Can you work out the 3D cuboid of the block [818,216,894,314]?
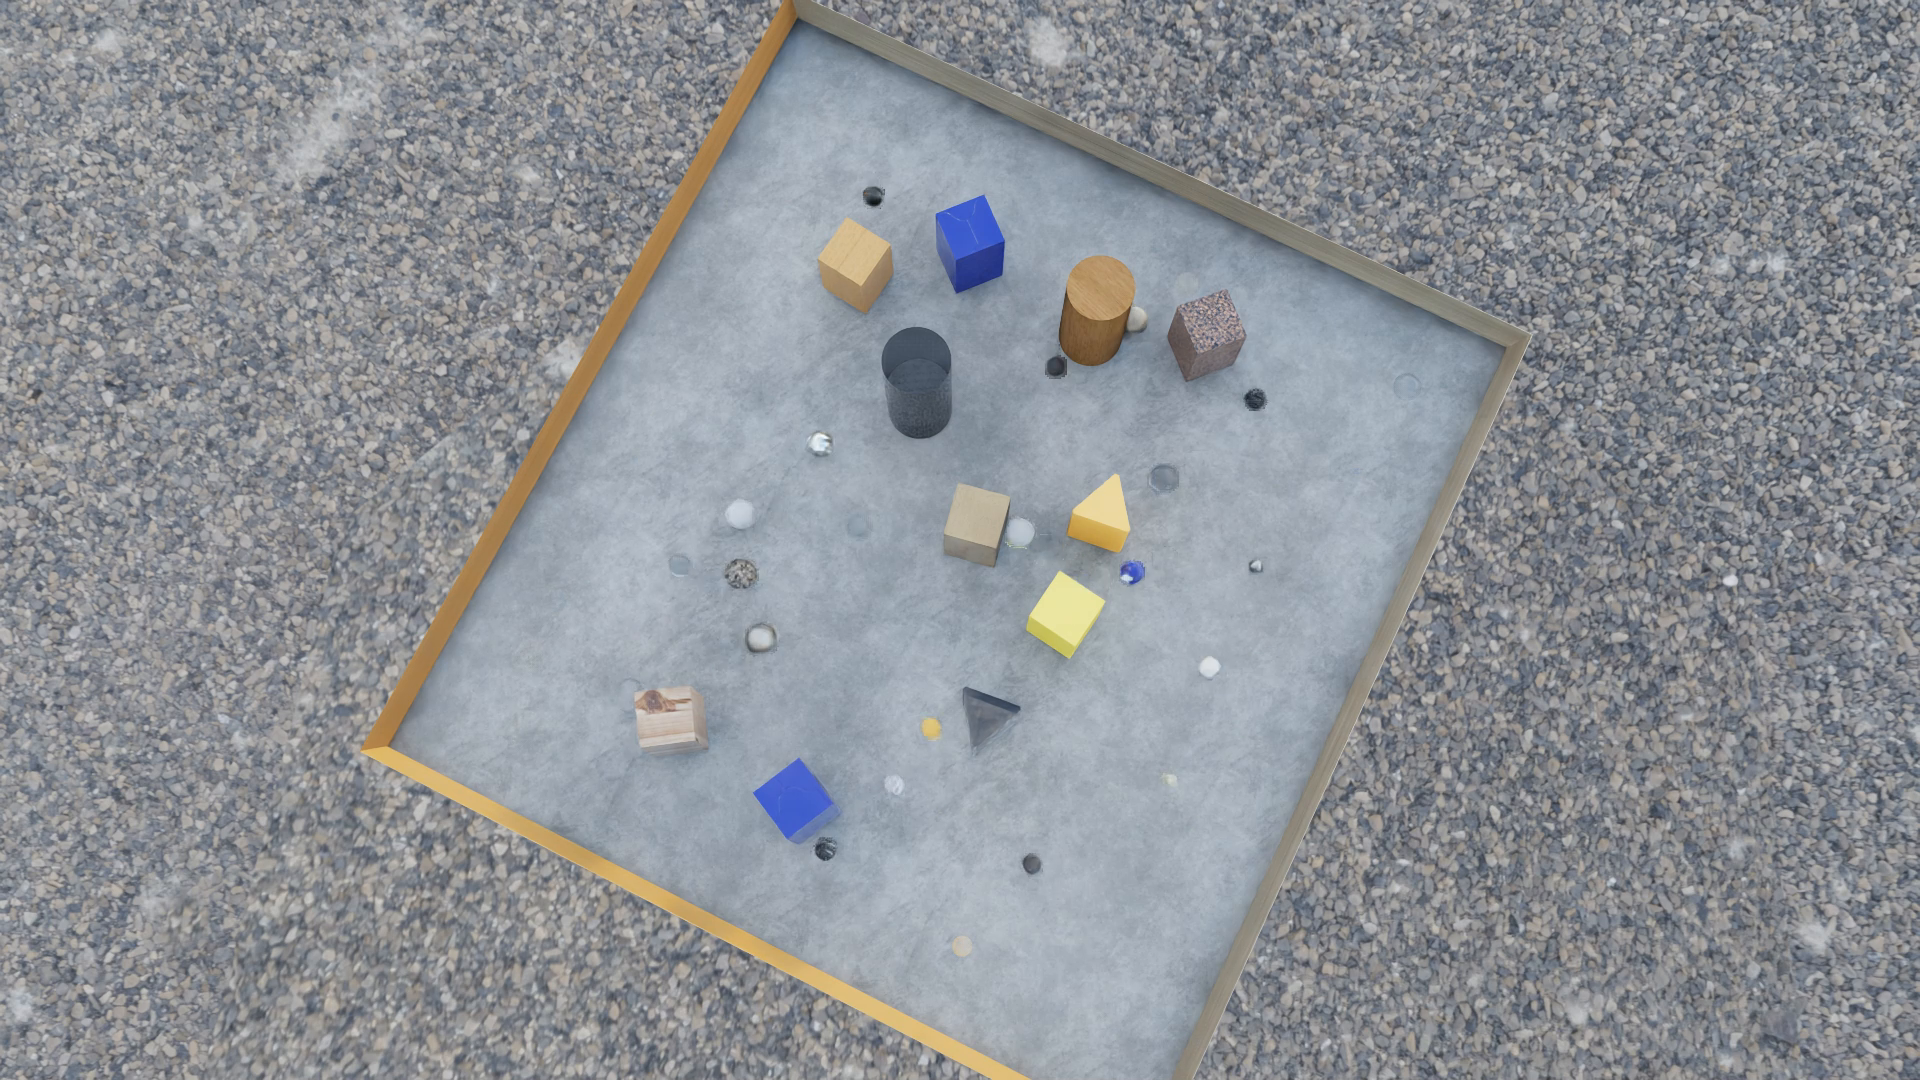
[{"bbox_3d":[-0.320,-0.845,5.659,0.160,0.260,0.160,33,80,6],"label":"block"}]

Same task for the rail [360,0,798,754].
[{"bbox_3d":[-1.129,-0.546,5.662,0.045,0.130,2.711,26,80,5],"label":"rail"}]

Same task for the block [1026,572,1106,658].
[{"bbox_3d":[0.311,0.225,5.435,0.160,0.265,0.160,34,80,7],"label":"block"}]

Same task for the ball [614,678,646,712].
[{"bbox_3d":[-0.983,0.465,5.469,0.100,0.100,0.100,0,78,0],"label":"ball"}]

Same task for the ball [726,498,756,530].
[{"bbox_3d":[-0.668,-0.079,5.586,0.093,0.093,0.093,0,78,0],"label":"ball"}]

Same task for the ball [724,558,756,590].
[{"bbox_3d":[-0.664,0.103,5.547,0.095,0.095,0.095,0,78,0],"label":"ball"}]

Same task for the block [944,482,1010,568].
[{"bbox_3d":[0.050,-0.041,5.471,0.160,0.302,0.160,16,79,3],"label":"block"}]

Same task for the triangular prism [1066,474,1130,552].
[{"bbox_3d":[0.433,-0.091,5.475,0.173,0.315,0.150,19,79,4],"label":"triangular prism"}]

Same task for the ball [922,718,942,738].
[{"bbox_3d":[-0.085,0.561,5.470,0.060,0.060,0.060,0,78,0],"label":"ball"}]

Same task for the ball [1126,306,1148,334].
[{"bbox_3d":[0.547,-0.685,5.716,0.083,0.083,0.083,0,78,0],"label":"ball"}]

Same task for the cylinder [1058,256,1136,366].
[{"bbox_3d":[0.409,-0.686,5.532,0.199,0.444,0.199,0,78,0],"label":"cylinder"}]

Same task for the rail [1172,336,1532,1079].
[{"bbox_3d":[1.129,0.560,5.434,0.045,0.130,2.711,26,80,5],"label":"rail"}]

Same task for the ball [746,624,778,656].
[{"bbox_3d":[-0.597,0.298,5.506,0.095,0.095,0.095,0,78,0],"label":"ball"}]

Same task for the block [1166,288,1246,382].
[{"bbox_3d":[0.751,-0.622,5.597,0.160,0.290,0.160,-20,79,-4],"label":"block"}]

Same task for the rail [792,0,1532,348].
[{"bbox_3d":[0.596,-1.159,5.789,2.572,0.130,0.045,26,80,5],"label":"rail"}]

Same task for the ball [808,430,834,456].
[{"bbox_3d":[-0.429,-0.296,5.636,0.082,0.082,0.082,0,78,0],"label":"ball"}]

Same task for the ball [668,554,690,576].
[{"bbox_3d":[-0.853,0.077,5.566,0.069,0.069,0.069,0,78,0],"label":"ball"}]

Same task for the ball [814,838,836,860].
[{"bbox_3d":[-0.396,0.912,5.395,0.064,0.064,0.064,0,78,0],"label":"ball"}]

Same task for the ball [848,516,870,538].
[{"bbox_3d":[-0.309,-0.041,5.590,0.068,0.068,0.068,0,78,0],"label":"ball"}]

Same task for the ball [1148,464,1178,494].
[{"bbox_3d":[0.622,-0.187,5.611,0.087,0.087,0.087,0,78,0],"label":"ball"}]

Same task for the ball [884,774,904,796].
[{"bbox_3d":[-0.195,0.727,5.435,0.061,0.061,0.061,0,78,0],"label":"ball"}]

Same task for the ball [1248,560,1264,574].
[{"bbox_3d":[0.901,0.080,5.577,0.045,0.045,0.045,0,78,0],"label":"ball"}]

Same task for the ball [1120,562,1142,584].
[{"bbox_3d":[0.521,0.100,5.561,0.069,0.069,0.069,0,78,0],"label":"ball"}]

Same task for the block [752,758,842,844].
[{"bbox_3d":[-0.462,0.754,5.259,0.160,0.395,0.160,-37,81,-7],"label":"block"}]

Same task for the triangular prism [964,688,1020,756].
[{"bbox_3d":[0.059,0.506,5.355,0.173,0.307,0.150,-39,81,-7],"label":"triangular prism"}]

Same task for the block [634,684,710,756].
[{"bbox_3d":[-0.840,0.531,5.356,0.160,0.294,0.160,-7,78,-2],"label":"block"}]

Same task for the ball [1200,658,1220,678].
[{"bbox_3d":[0.751,0.384,5.505,0.063,0.063,0.063,0,78,0],"label":"ball"}]

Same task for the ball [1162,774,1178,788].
[{"bbox_3d":[0.623,0.717,5.446,0.043,0.043,0.043,0,78,0],"label":"ball"}]

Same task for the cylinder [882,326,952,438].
[{"bbox_3d":[-0.124,-0.461,5.459,0.199,0.496,0.199,0,78,0],"label":"cylinder"}]

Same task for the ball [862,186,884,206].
[{"bbox_3d":[-0.275,-1.089,5.809,0.066,0.066,0.066,0,78,0],"label":"ball"}]

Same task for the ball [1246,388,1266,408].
[{"bbox_3d":[0.916,-0.438,5.675,0.064,0.064,0.064,0,78,0],"label":"ball"}]

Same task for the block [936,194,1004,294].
[{"bbox_3d":[0.030,-0.909,5.651,0.160,0.302,0.160,-22,79,-5],"label":"block"}]

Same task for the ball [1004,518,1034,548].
[{"bbox_3d":[0.180,-0.023,5.571,0.090,0.090,0.090,0,78,0],"label":"ball"}]

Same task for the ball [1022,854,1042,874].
[{"bbox_3d":[0.212,0.953,5.390,0.058,0.058,0.058,0,78,0],"label":"ball"}]

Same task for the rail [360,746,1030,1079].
[{"bbox_3d":[-0.596,1.173,5.307,2.572,0.130,0.045,26,80,5],"label":"rail"}]

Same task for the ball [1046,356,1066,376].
[{"bbox_3d":[0.297,-0.538,5.697,0.061,0.061,0.061,0,78,0],"label":"ball"}]
